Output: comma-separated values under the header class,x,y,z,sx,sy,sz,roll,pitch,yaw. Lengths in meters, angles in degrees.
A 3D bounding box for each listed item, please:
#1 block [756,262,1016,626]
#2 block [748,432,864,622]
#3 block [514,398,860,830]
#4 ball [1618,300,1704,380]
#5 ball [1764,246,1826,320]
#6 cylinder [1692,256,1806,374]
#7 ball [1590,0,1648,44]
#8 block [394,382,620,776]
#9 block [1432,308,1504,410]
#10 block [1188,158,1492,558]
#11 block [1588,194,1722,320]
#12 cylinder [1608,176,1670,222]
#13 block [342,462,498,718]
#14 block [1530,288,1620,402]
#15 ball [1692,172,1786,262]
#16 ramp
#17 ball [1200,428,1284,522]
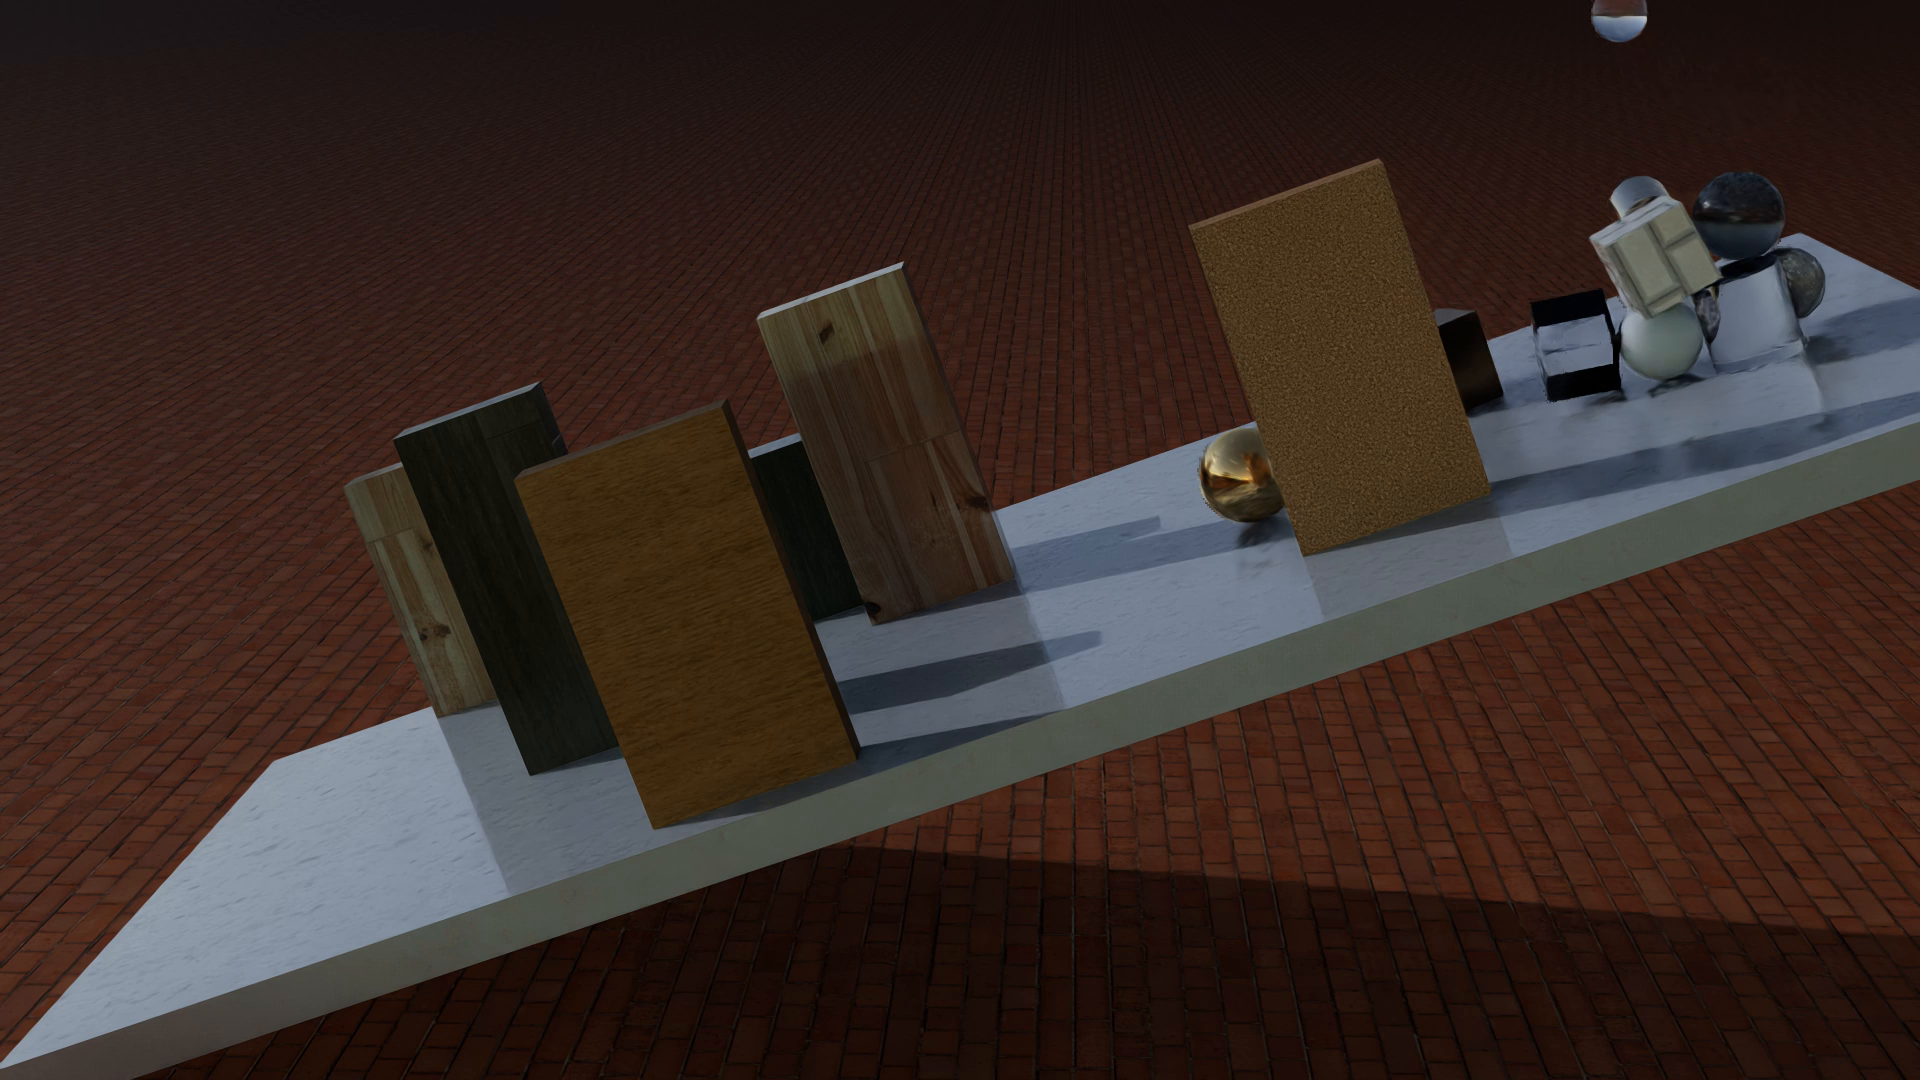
class,x,y,z,sx,sy,sz,roll,pitch,yaw
block,-0.158,-0.210,6.481,0.335,0.727,0.115,-19,11,6
block,-0.274,-0.059,6.794,0.375,0.407,0.137,-19,11,6
block,-0.502,0.141,5.467,0.408,0.710,0.092,-19,11,6
ball,1.447,-0.418,6.075,0.174,0.174,0.174,0,13,0
ball,1.708,-0.528,6.072,0.154,0.154,0.154,0,13,0
cylinder,1.596,-0.456,5.963,0.187,0.187,0.187,-20,11,4
ball,1.329,-1.059,5.929,0.113,0.113,0.113,0,13,0
block,-0.905,0.085,6.264,0.312,0.778,0.118,-19,11,6
block,1.050,-0.385,6.549,0.200,0.200,0.200,-23,11,-13
block,0.737,-0.350,5.702,0.385,0.678,0.089,-19,11,6
block,1.406,-0.573,5.956,0.172,0.172,0.172,-30,11,6
cylinder,1.424,-0.675,6.112,0.127,0.127,0.127,0,26,-1
block,-1.261,0.100,7.234,0.278,0.616,0.113,-19,11,6
block,1.288,-0.406,6.156,0.151,0.151,0.151,-11,50,7
ball,1.600,-0.665,6.043,0.185,0.185,0.185,0,13,0
ramp,0.113,0.178,6.299,4.000,0.100,2.000,-19,11,6
ball,0.602,-0.136,6.154,0.200,0.200,0.200,0,13,0
